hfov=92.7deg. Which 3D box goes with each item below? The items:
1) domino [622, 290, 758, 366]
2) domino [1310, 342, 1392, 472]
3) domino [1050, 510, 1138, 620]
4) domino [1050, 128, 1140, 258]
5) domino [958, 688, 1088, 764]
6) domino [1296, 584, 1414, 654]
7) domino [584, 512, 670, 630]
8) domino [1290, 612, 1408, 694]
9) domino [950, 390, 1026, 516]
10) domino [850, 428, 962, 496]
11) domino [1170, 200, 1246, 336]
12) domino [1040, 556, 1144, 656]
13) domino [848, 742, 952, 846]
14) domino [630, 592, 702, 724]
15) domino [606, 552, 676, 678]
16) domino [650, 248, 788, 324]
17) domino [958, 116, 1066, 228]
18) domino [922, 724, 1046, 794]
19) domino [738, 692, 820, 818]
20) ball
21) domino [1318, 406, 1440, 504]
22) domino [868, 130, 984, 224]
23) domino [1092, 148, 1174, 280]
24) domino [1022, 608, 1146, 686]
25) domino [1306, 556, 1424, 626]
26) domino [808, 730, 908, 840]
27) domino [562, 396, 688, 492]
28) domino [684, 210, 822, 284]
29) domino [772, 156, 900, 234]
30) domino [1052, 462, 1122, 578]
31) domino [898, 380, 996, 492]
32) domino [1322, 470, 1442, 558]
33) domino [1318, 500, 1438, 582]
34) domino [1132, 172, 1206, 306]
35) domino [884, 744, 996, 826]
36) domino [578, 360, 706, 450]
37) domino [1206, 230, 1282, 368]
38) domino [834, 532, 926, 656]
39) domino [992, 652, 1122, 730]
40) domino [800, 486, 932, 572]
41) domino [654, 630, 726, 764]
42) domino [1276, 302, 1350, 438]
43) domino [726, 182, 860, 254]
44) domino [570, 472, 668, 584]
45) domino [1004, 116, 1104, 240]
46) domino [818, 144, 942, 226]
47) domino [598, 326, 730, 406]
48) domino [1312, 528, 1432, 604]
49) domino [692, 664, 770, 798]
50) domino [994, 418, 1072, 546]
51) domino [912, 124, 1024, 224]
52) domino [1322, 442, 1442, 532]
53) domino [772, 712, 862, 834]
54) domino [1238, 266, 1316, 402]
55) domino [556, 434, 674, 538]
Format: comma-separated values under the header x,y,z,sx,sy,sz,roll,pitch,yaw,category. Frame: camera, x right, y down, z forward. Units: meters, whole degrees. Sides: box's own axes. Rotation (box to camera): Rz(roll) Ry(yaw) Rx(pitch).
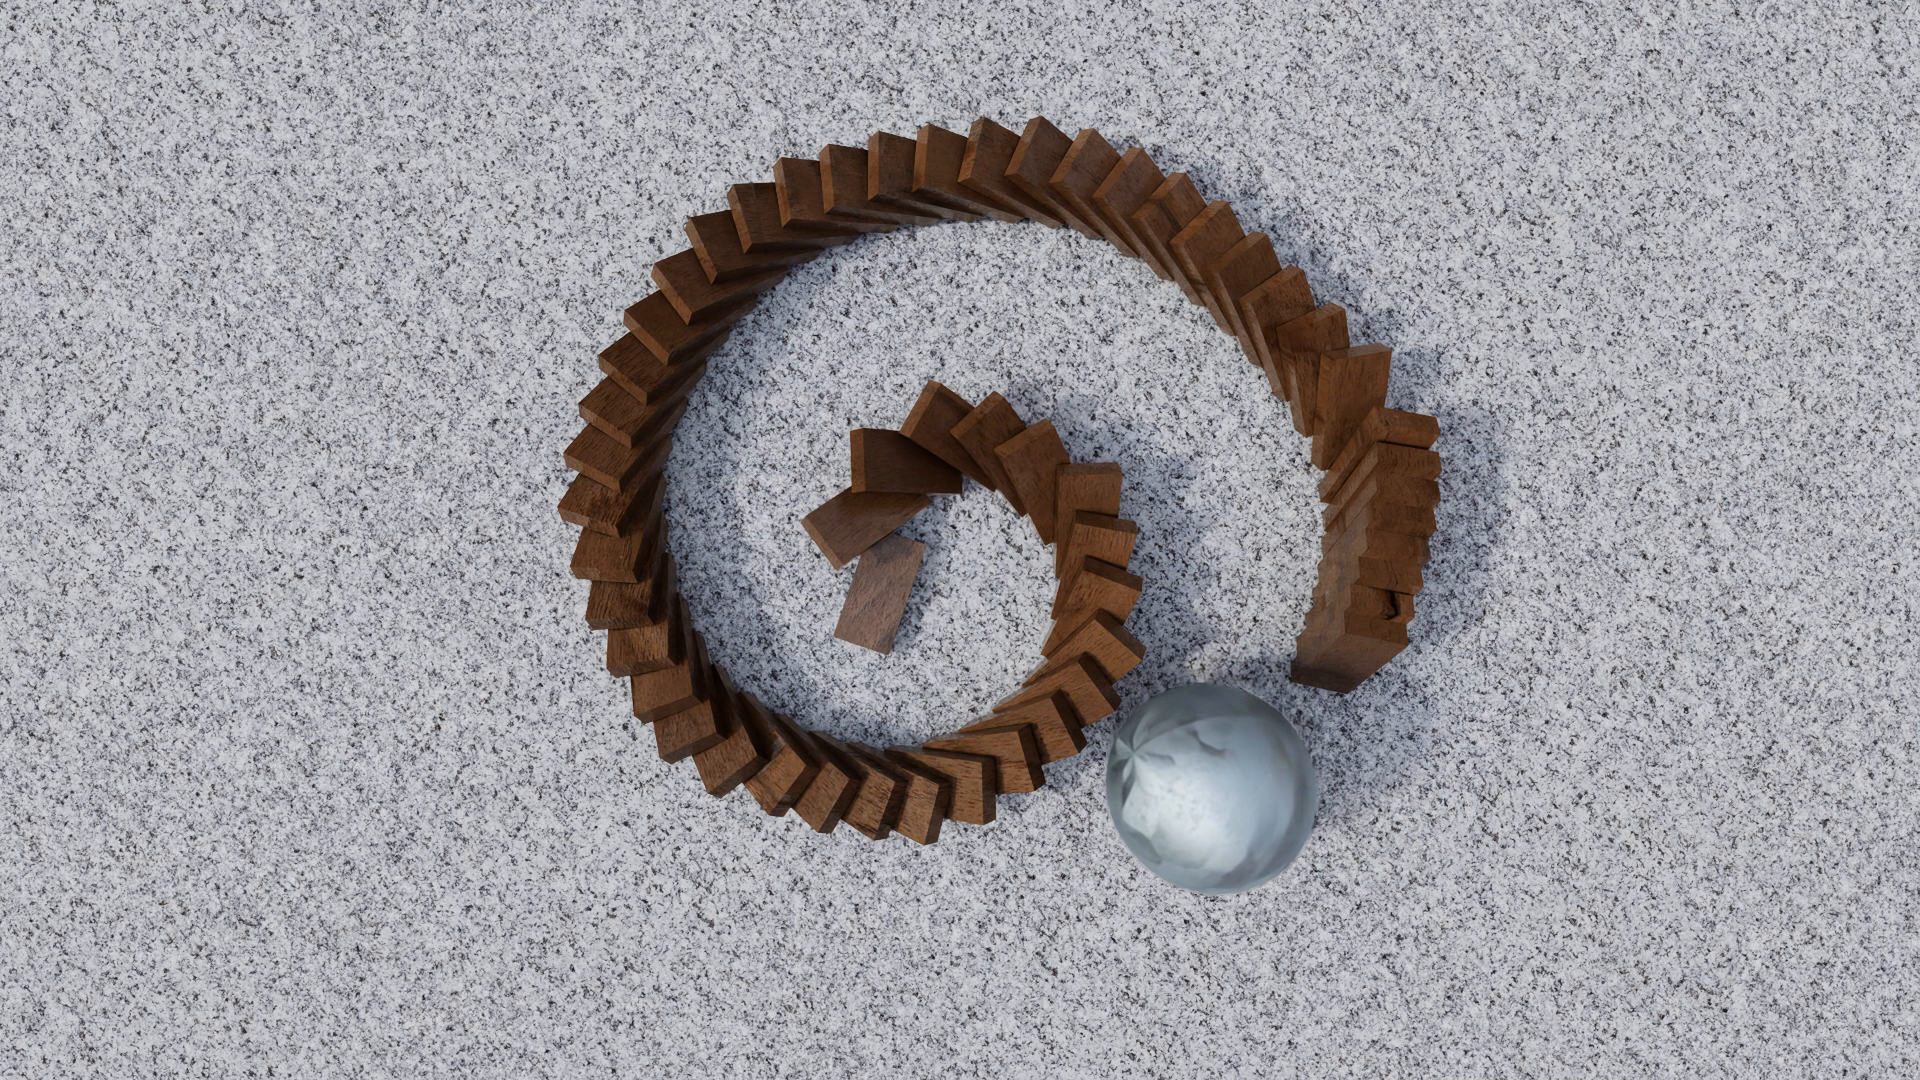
x,y,z,sx,sy,sz,roll,pitch,yaw,category
-0.112,-0.096,0.383,0.025,0.009,0.050,44,58,0,domino
0.163,-0.055,0.382,0.025,0.010,0.050,-10,122,-3,domino
0.055,0.013,0.382,0.025,0.009,0.050,10,125,0,domino
0.063,-0.144,0.383,0.050,0.010,0.025,31,89,-32,domino
0.026,0.082,0.382,0.050,0.009,0.025,-27,90,34,domino
0.161,0.036,0.376,0.025,0.050,0.010,12,58,0,domino
-0.138,0.012,0.383,0.025,0.010,0.050,-4,57,0,domino
0.158,0.047,0.376,0.025,0.050,0.010,12,58,0,domino
0.020,-0.035,0.382,0.025,0.009,0.050,-42,125,0,domino
-0.022,-0.032,0.380,0.050,0.010,0.025,-1,88,-40,domino
0.111,-0.113,0.383,0.025,0.009,0.050,-43,122,0,domino
0.054,0.032,0.381,0.025,0.009,0.050,21,127,0,domino
-0.029,0.105,0.382,0.050,0.010,0.025,15,91,34,domino
-0.124,0.048,0.382,0.025,0.009,0.050,-20,57,0,domino
-0.132,0.031,0.382,0.025,0.010,0.050,-11,57,0,domino
-0.100,-0.111,0.382,0.050,0.009,0.025,-37,90,-33,domino
0.025,-0.152,0.383,0.050,0.009,0.025,13,90,-33,domino
0.009,0.093,0.382,0.050,0.010,0.025,-16,90,35,domino
-0.083,0.089,0.382,0.050,0.009,0.025,37,90,34,domino
0.098,0.096,0.360,0.080,0.080,0.080,0,90,0,ball
0.171,-0.032,0.377,0.025,0.050,0.010,10,54,-2,domino
-0.014,-0.151,0.383,0.050,0.009,0.025,0,90,-32,domino
0.080,-0.135,0.383,0.050,0.010,0.025,37,90,-32,domino
0.051,0.053,0.382,0.025,0.009,0.050,41,125,0,domino
0.165,0.026,0.376,0.025,0.050,0.009,10,57,0,domino
-0.047,0.101,0.382,0.050,0.009,0.025,21,90,34,domino
-0.139,-0.046,0.382,0.025,0.010,0.050,26,57,1,domino
-0.085,-0.125,0.382,0.050,0.010,0.025,-26,90,-33,domino
-0.051,-0.143,0.383,0.050,0.009,0.025,-9,90,-33,domino
0.052,-0.008,0.382,0.025,0.010,0.050,-3,123,-2,domino
0.001,-0.043,0.381,0.050,0.009,0.025,30,90,-36,domino
0.172,-0.008,0.376,0.025,0.050,0.010,9,57,0,domino
0.170,0.004,0.376,0.025,0.050,0.010,9,57,0,domino
0.096,-0.125,0.383,0.025,0.010,0.050,-48,122,0,domino
-0.009,0.101,0.382,0.050,0.010,0.025,-2,90,35,domino
-0.132,-0.063,0.382,0.025,0.010,0.050,32,58,1,domino
0.125,-0.100,0.383,0.025,0.010,0.050,-39,122,0,domino
-0.034,0.022,0.395,0.025,0.010,0.050,19,90,0,domino
0.040,0.069,0.382,0.050,0.010,0.025,-37,90,34,domino
-0.039,-0.012,0.384,0.050,0.010,0.025,-37,90,-29,domino
-0.116,0.065,0.382,0.025,0.010,0.050,-24,57,1,domino
0.150,-0.070,0.382,0.025,0.010,0.050,-25,123,0,domino
-0.069,-0.135,0.382,0.050,0.009,0.025,-17,89,-33,domino
-0.142,-0.007,0.382,0.025,0.009,0.050,4,56,0,domino
0.045,-0.150,0.382,0.050,0.010,0.025,24,90,-33,domino
-0.033,-0.147,0.383,0.050,0.009,0.025,-6,90,-33,domino
-0.123,-0.081,0.383,0.025,0.010,0.050,39,58,1,domino
0.168,0.015,0.376,0.025,0.050,0.009,9,57,0,domino
-0.101,0.079,0.382,0.025,0.009,0.050,-37,56,0,domino
0.036,-0.023,0.381,0.025,0.009,0.050,-31,127,0,domino
0.005,-0.152,0.383,0.050,0.009,0.025,5,90,-32,domino
0.172,-0.019,0.376,0.025,0.050,0.009,9,57,0,domino
-0.066,0.097,0.382,0.050,0.009,0.025,31,90,33,domino
0.137,-0.086,0.383,0.025,0.010,0.050,-34,122,0,domino
-0.143,-0.027,0.382,0.025,0.009,0.050,18,57,1,domino
